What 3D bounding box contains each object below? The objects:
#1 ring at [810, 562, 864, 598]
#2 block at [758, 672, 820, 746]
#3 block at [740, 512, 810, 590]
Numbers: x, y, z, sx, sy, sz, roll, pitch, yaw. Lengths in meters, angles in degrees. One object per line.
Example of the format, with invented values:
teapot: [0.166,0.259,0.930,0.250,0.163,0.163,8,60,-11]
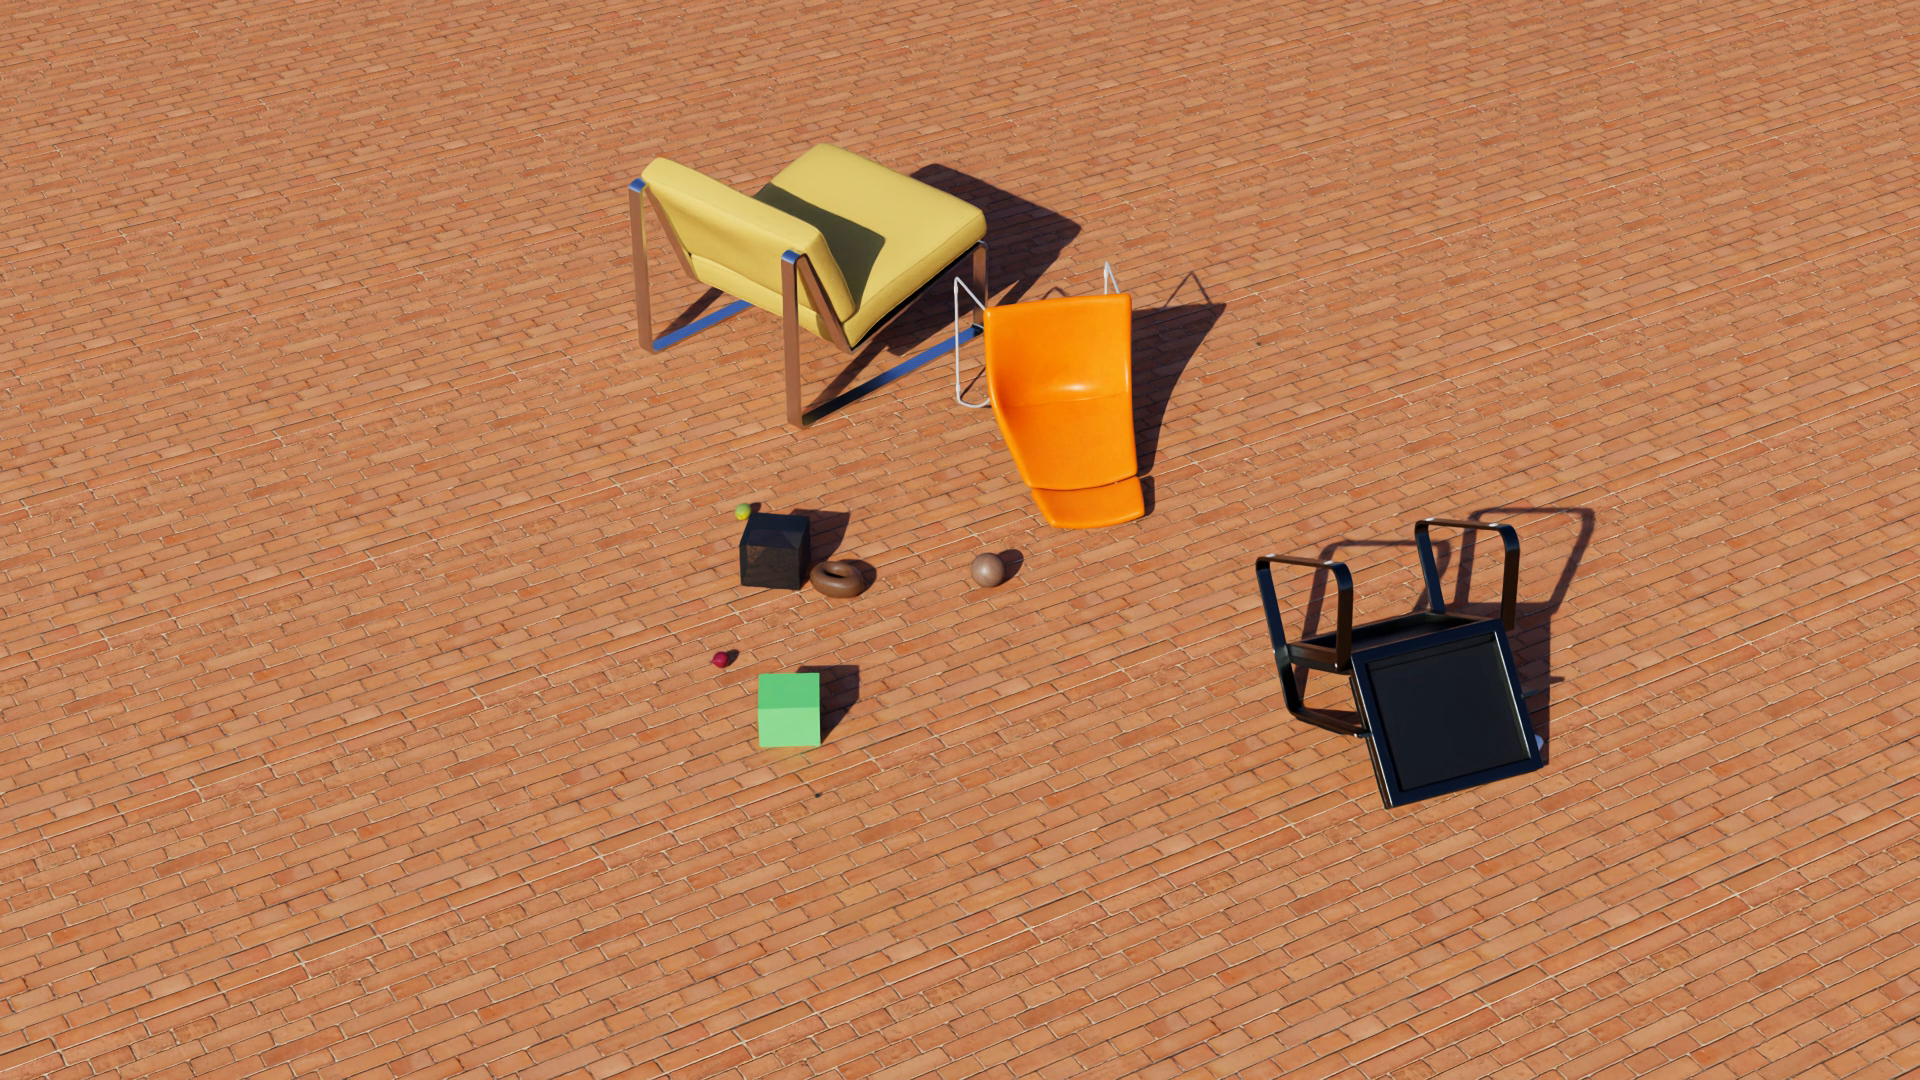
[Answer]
ring: [-0.448,0.145,10.652,0.213,0.082,0.157,17,36,26]
block: [-0.577,0.575,9.927,0.204,0.160,0.197,-1,33,-2]
block: [-0.675,0.041,10.719,0.218,0.180,0.220,5,34,7]
